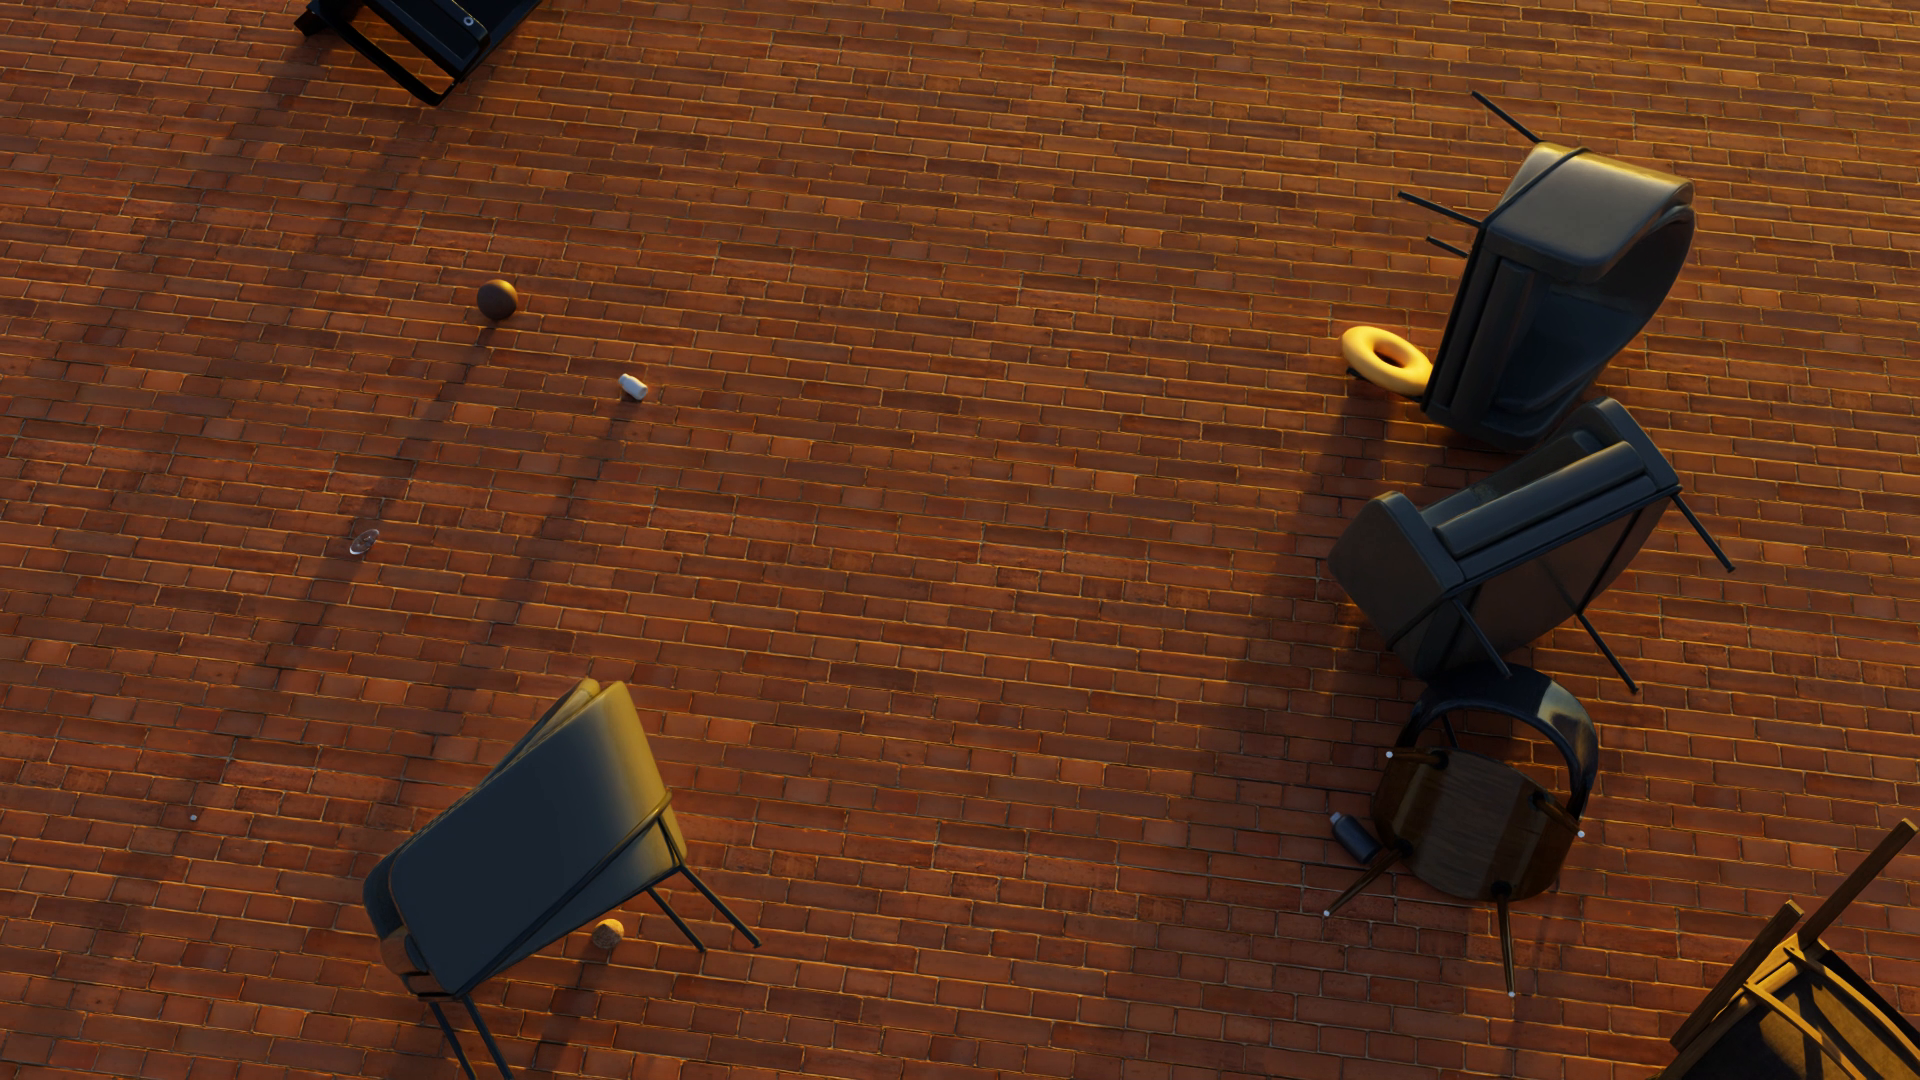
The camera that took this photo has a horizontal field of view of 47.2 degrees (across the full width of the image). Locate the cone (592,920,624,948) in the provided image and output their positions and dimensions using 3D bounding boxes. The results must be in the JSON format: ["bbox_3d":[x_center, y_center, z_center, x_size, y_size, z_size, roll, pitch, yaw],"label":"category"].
[{"bbox_3d":[-0.939,1.032,5.840,0.082,0.068,0.088,30,61,19],"label":"cone"}]

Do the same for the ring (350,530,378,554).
[{"bbox_3d":[-1.776,0.005,6.558,0.052,0.022,0.105,34,62,20],"label":"ring"}]

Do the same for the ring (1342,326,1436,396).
[{"bbox_3d":[1.334,-0.558,6.846,0.282,0.064,0.380,0,36,-23],"label":"ring"}]

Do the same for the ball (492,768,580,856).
[{"bbox_3d":[-1.145,0.736,5.938,0.236,0.236,0.236,0,56,0],"label":"ball"}]
